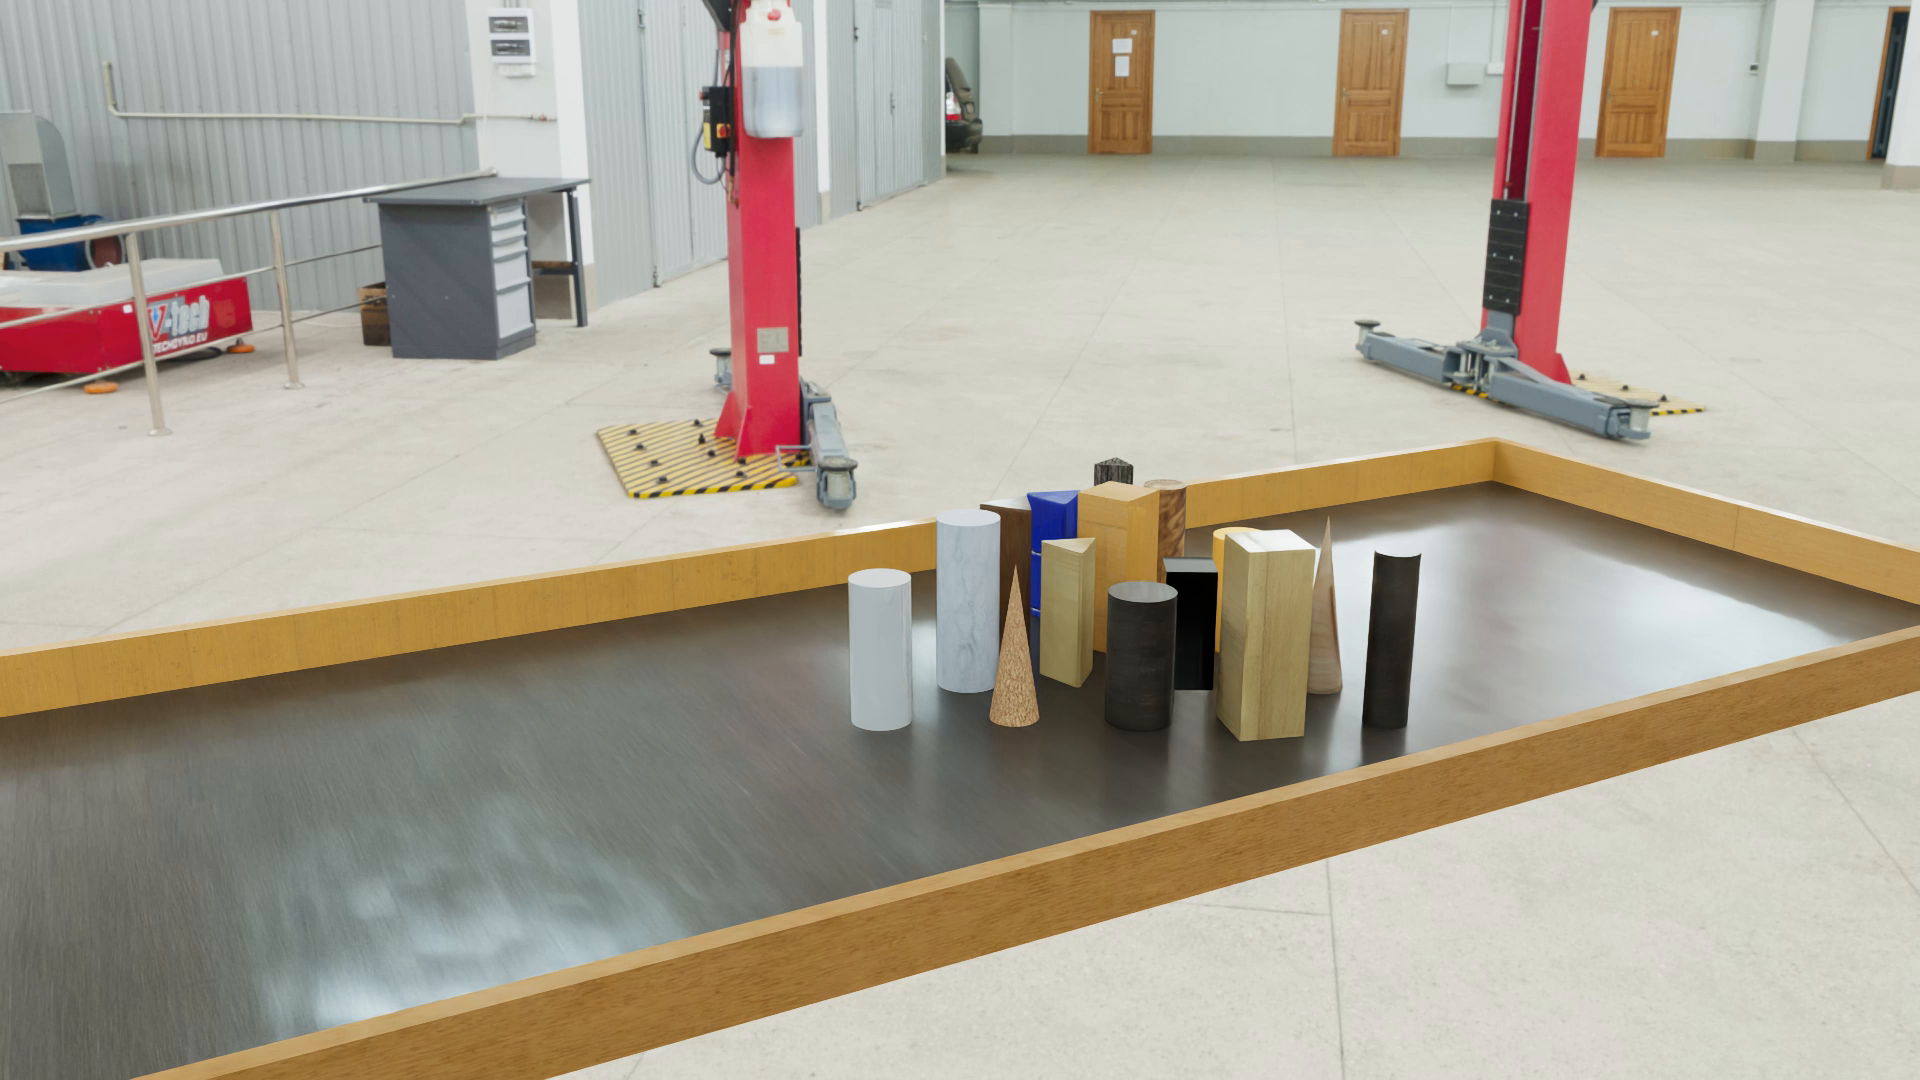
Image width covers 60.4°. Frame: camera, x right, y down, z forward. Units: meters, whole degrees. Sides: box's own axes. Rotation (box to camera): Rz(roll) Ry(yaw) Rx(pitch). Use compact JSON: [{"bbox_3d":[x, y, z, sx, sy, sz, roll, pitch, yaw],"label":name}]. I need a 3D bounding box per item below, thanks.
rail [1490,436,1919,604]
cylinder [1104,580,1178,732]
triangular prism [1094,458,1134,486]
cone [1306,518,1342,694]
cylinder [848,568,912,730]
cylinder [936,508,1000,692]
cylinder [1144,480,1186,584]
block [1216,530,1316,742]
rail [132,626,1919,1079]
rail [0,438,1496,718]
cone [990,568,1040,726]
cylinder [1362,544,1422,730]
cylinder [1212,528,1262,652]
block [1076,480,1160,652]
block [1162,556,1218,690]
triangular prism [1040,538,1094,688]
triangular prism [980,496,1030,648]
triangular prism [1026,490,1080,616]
[{"bbox_3d":[2.466,-0.048,5.253,0.050,0.150,2.100,-9,18,-27],"label":"rail"},{"bbox_3d":[0.423,0.272,3.867,0.160,0.318,0.160,0,16,0],"label":"cylinder"},{"bbox_3d":[0.449,-0.045,4.829,0.111,0.382,0.096,2,17,8],"label":"triangular prism"},{"bbox_3d":[0.894,0.151,4.060,0.123,0.441,0.123,0,16,0],"label":"cone"},{"bbox_3d":[-0.186,0.256,3.862,0.146,0.351,0.146,0,16,0],"label":"cylinder"},{"bbox_3d":[0.020,0.150,4.086,0.158,0.428,0.158,0,16,0],"label":"cylinder"},{"bbox_3d":[0.565,0.028,4.591,0.117,0.377,0.117,0,16,0],"label":"cylinder"},{"bbox_3d":[0.703,0.219,3.808,0.156,0.453,0.156,-3,17,-11],"label":"block"},{"bbox_3d":[-2.336,1.006,1.665,12.000,0.150,0.050,-9,18,-27],"label":"rail"},{"bbox_3d":[-3.305,0.497,3.399,12.000,0.150,0.050,-9,18,-27],"label":"rail"},{"bbox_3d":[0.129,0.237,3.869,0.119,0.383,0.119,0,16,0],"label":"cone"},{"bbox_3d":[1.004,0.226,3.840,0.105,0.421,0.105,0,16,0],"label":"cylinder"},{"bbox_3d":[0.734,0.134,4.351,0.144,0.309,0.144,0,16,0],"label":"cylinder"},{"bbox_3d":[0.414,0.075,4.354,0.154,0.421,0.154,12,20,36],"label":"block"},{"bbox_3d":[0.566,0.207,4.105,0.125,0.307,0.125,1,16,2],"label":"block"},{"bbox_3d":[0.293,0.174,4.142,0.119,0.351,0.138,-14,22,-40],"label":"triangular prism"},{"bbox_3d":[0.143,0.090,4.341,0.145,0.399,0.125,8,18,26],"label":"triangular prism"},{"bbox_3d":[0.285,0.040,4.605,0.132,0.347,0.152,-14,21,-39],"label":"triangular prism"}]
